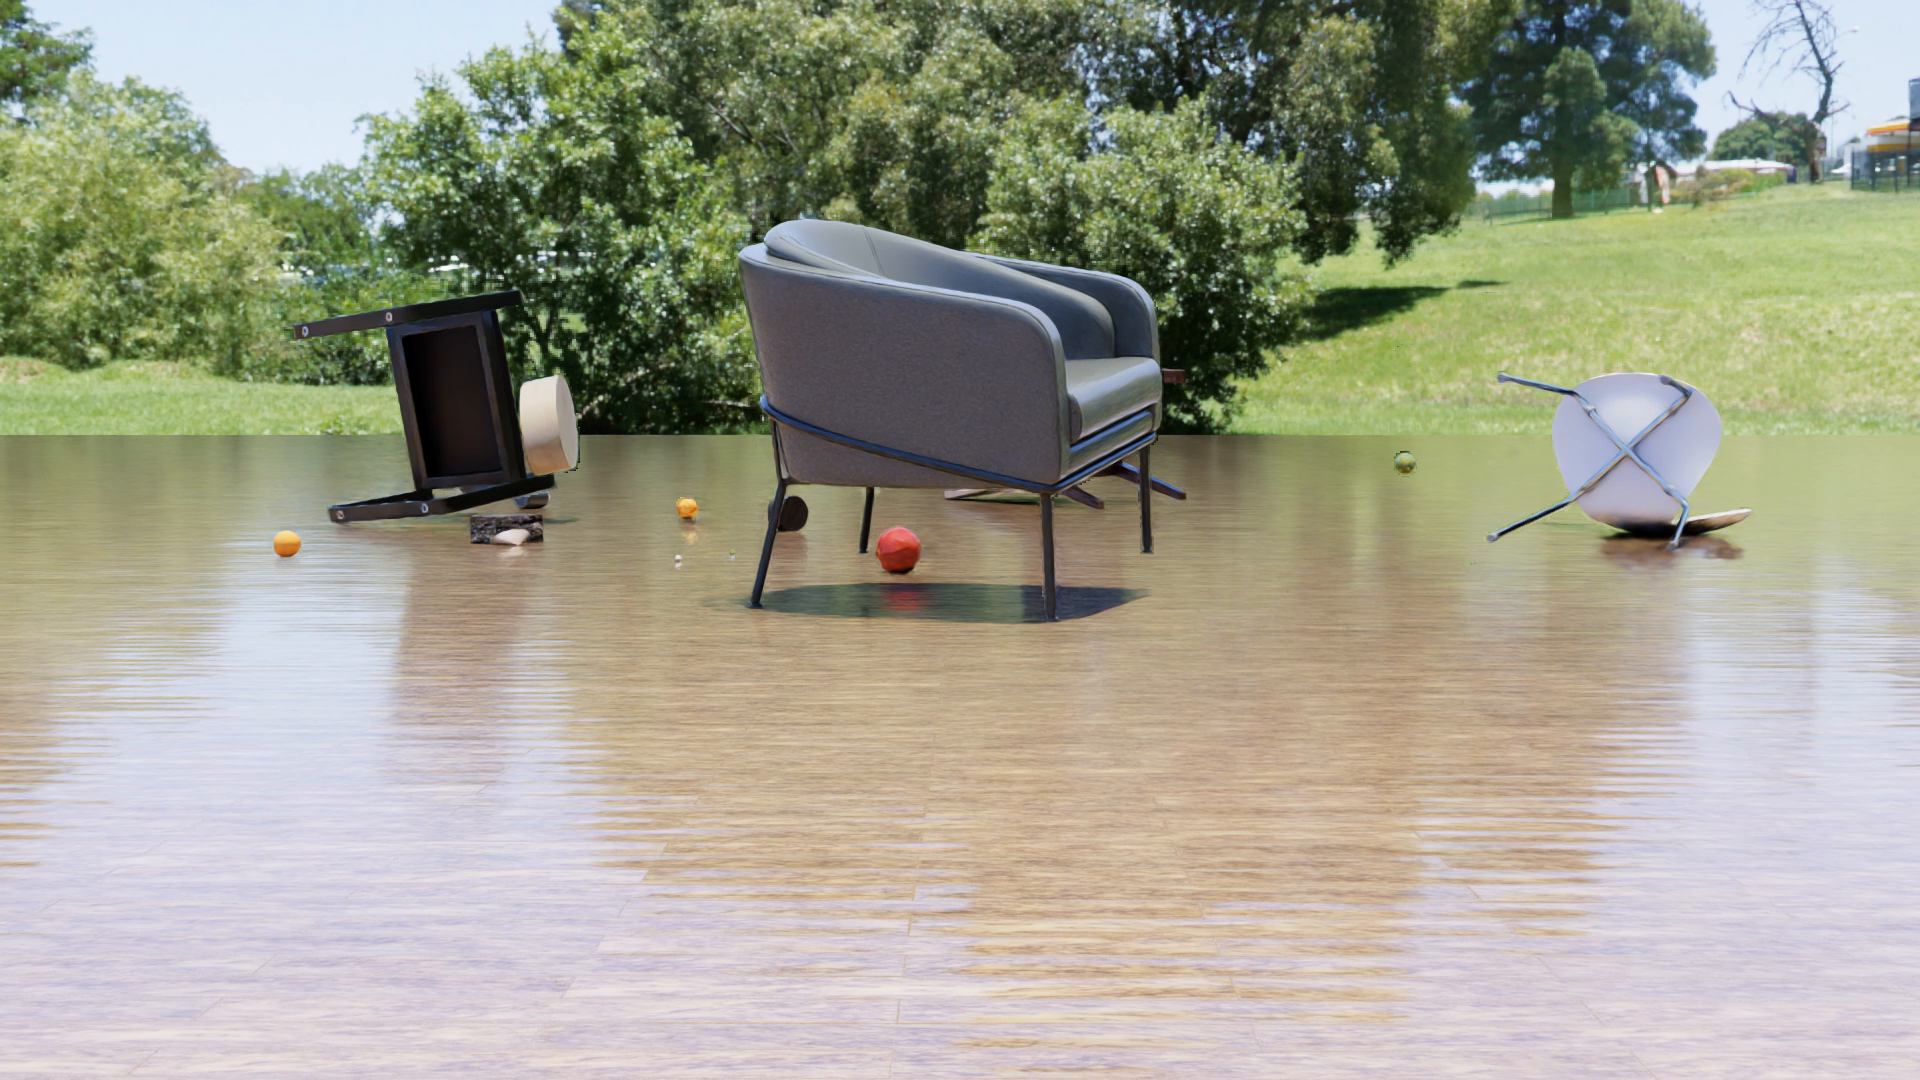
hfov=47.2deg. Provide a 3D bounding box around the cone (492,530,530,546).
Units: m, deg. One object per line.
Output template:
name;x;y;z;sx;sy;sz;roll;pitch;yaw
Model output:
cone;-1.280;0.004;6.322;0.122;0.048;0.053;-10;35;-36

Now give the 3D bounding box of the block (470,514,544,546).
block;-1.324;-0.032;6.424;0.122;0.081;0.168;3;5;41

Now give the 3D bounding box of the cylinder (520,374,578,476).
cylinder;-1.386;-0.388;7.413;0.127;0.357;0.228;-12;-31;4

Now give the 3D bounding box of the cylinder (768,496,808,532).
cylinder;-0.545;-0.084;6.957;0.113;0.111;0.063;36;-19;-35
